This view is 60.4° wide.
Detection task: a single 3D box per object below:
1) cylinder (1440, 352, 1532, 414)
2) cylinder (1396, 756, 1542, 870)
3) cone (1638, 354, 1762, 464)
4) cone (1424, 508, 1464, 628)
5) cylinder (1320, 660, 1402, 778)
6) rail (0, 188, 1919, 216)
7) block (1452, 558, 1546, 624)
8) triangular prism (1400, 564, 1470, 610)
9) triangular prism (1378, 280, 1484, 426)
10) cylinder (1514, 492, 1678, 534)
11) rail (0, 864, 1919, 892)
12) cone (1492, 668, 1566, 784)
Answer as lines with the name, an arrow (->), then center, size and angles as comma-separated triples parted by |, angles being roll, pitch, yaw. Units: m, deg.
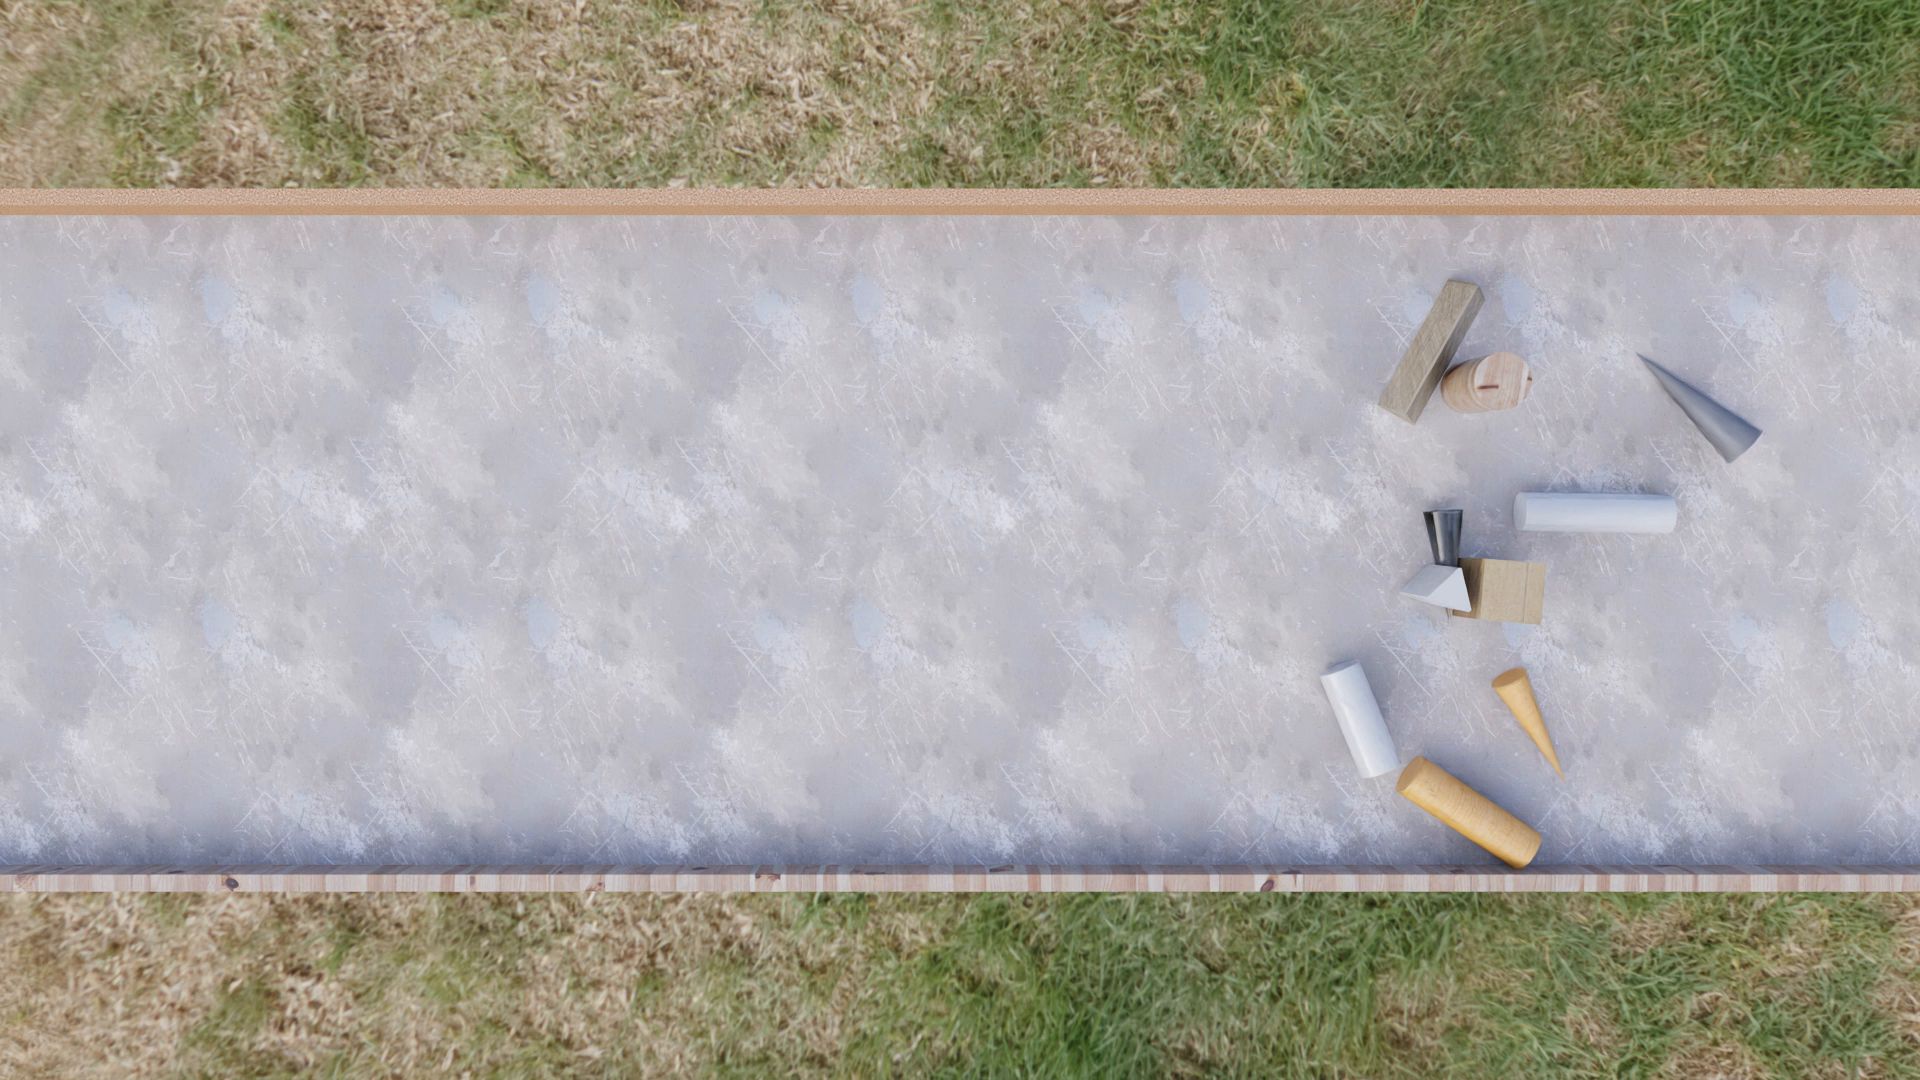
cylinder -> 1.550, -0.460, 4.874 | 0.163, 0.395, 0.163 | 0, 93, 3
cylinder -> 1.544, 0.827, 5.010 | 0.428, 0.134, 0.134 | 33, 90, 0
cone -> 2.229, -0.430, 5.043 | 0.437, 0.135, 0.135 | 44, 90, 9
cone -> 1.483, 0.093, 5.024 | 0.119, 0.119, 0.366 | -4, 92, 0
cylinder -> 1.216, 0.543, 5.012 | 0.129, 0.129, 0.334 | -22, 90, 0
rail -> -2.247, -1.025, 5.002 | 12.000, 0.150, 0.050 | 0, 90, 0
block -> 1.597, 0.149, 4.919 | 0.177, 0.315, 0.177 | 5, 90, 0
triangular prism -> 1.430, 0.131, 4.921 | 0.129, 0.308, 0.112 | 17, 91, 0
triangular prism -> 1.449, -0.577, 5.018 | 0.129, 0.111, 0.444 | 30, 90, 0
cylinder -> 1.930, -0.083, 5.018 | 0.452, 0.118, 0.118 | 1, 90, 0
rail -> -2.247, 1.025, 5.001 | 12.000, 0.150, 0.050 | 0, 90, 0
cone -> 1.767, 0.587, 5.050 | 0.108, 0.108, 0.391 | -30, 98, 0
